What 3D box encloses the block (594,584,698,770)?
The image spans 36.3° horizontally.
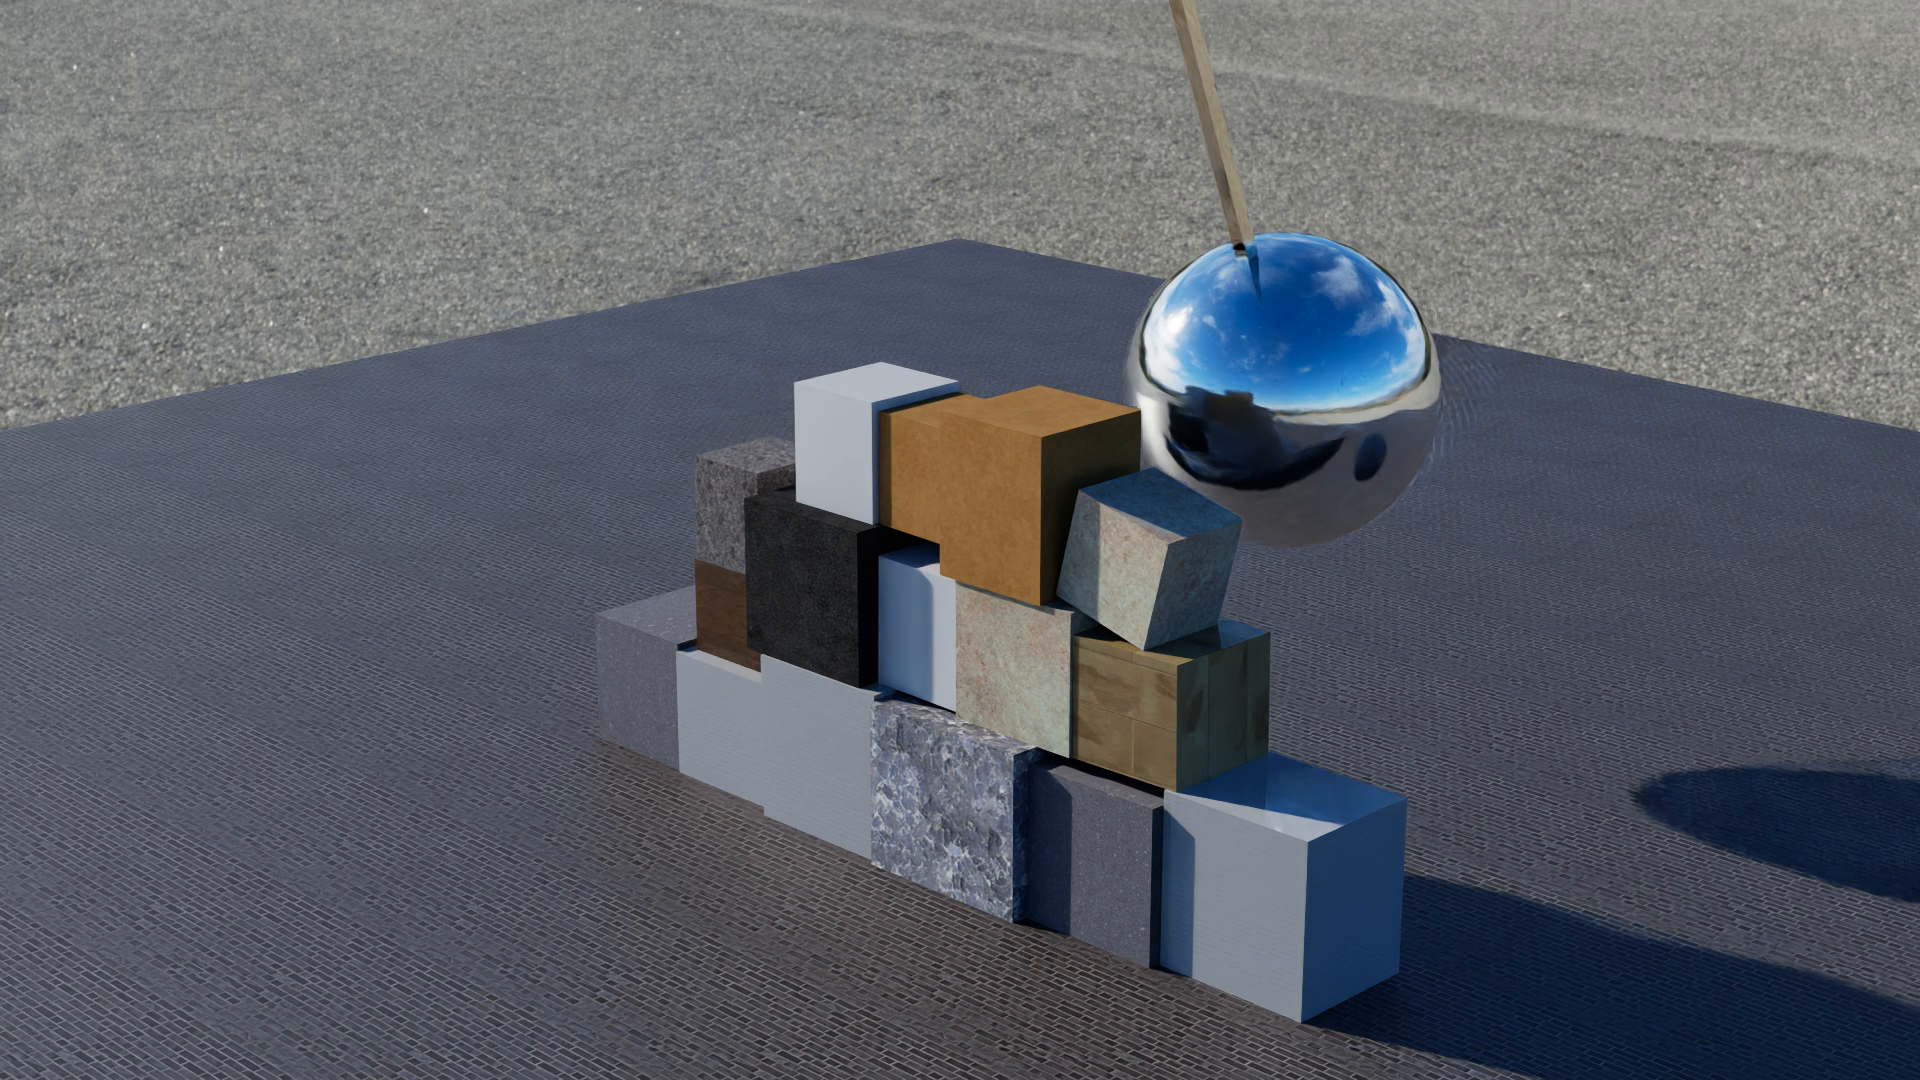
[{"bbox_3d":[-1.391,0.695,15.013,0.665,0.672,0.654,-17,24,-42],"label":"block"}]

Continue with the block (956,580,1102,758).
[{"bbox_3d":[0.457,0.486,13.043,0.652,0.661,0.692,-17,24,-42],"label":"block"}]

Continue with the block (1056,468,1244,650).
[{"bbox_3d":[0.806,0.075,12.511,0.483,0.515,0.522,-17,38,-42],"label":"block"}]

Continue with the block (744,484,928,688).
[{"bbox_3d":[-0.459,0.158,13.859,0.792,0.748,0.775,-17,24,-42],"label":"block"}]

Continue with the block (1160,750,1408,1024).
[{"bbox_3d":[1.363,1.447,12.397,0.663,0.806,0.768,-17,24,-42],"label":"block"}]

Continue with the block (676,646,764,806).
[{"bbox_3d":[-0.911,0.858,14.548,0.682,0.639,0.703,-17,24,-42],"label":"block"}]

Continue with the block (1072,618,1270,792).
[{"bbox_3d":[0.908,0.667,12.614,0.607,0.562,0.591,-17,23,-42],"label":"block"}]

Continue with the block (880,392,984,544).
[{"bbox_3d":[-0.024,-0.325,13.272,0.491,0.534,0.473,-17,25,-42],"label":"block"}]

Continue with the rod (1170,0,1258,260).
[{"bbox_3d":[0.703,-3.476,12.986,0.080,5.200,0.080,17,46,42],"label":"rod"}]

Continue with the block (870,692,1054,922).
[{"bbox_3d":[0.225,1.124,13.443,0.888,0.795,0.907,-17,24,-42],"label":"block"}]

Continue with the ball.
[{"bbox_3d":[1.623,-0.755,14.806,1.600,1.600,1.600,0,17,0],"label":"ball"}]

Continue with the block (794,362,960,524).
[{"bbox_3d":[-0.384,-0.457,13.611,0.555,0.574,0.520,-17,24,-42],"label":"block"}]

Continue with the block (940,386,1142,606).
[{"bbox_3d":[0.351,-0.206,12.890,0.633,0.752,0.612,-17,24,-42],"label":"block"}]

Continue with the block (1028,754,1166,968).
[{"bbox_3d":[0.822,1.324,12.910,0.760,0.734,0.721,-17,24,-42],"label":"block"}]

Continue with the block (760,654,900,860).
[{"bbox_3d":[-0.373,0.929,14.019,0.834,0.820,0.780,-17,24,-42],"label":"block"}]

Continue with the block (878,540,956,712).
[{"bbox_3d":[0.005,0.364,13.432,0.555,0.616,0.514,-17,25,-42],"label":"block"}]

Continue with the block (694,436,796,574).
[{"bbox_3d":[-0.950,-0.164,14.278,0.448,0.527,0.500,16,23,41],"label":"block"}]

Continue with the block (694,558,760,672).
[{"bbox_3d":[-0.914,0.314,14.424,0.537,0.473,0.552,17,24,42],"label":"block"}]
